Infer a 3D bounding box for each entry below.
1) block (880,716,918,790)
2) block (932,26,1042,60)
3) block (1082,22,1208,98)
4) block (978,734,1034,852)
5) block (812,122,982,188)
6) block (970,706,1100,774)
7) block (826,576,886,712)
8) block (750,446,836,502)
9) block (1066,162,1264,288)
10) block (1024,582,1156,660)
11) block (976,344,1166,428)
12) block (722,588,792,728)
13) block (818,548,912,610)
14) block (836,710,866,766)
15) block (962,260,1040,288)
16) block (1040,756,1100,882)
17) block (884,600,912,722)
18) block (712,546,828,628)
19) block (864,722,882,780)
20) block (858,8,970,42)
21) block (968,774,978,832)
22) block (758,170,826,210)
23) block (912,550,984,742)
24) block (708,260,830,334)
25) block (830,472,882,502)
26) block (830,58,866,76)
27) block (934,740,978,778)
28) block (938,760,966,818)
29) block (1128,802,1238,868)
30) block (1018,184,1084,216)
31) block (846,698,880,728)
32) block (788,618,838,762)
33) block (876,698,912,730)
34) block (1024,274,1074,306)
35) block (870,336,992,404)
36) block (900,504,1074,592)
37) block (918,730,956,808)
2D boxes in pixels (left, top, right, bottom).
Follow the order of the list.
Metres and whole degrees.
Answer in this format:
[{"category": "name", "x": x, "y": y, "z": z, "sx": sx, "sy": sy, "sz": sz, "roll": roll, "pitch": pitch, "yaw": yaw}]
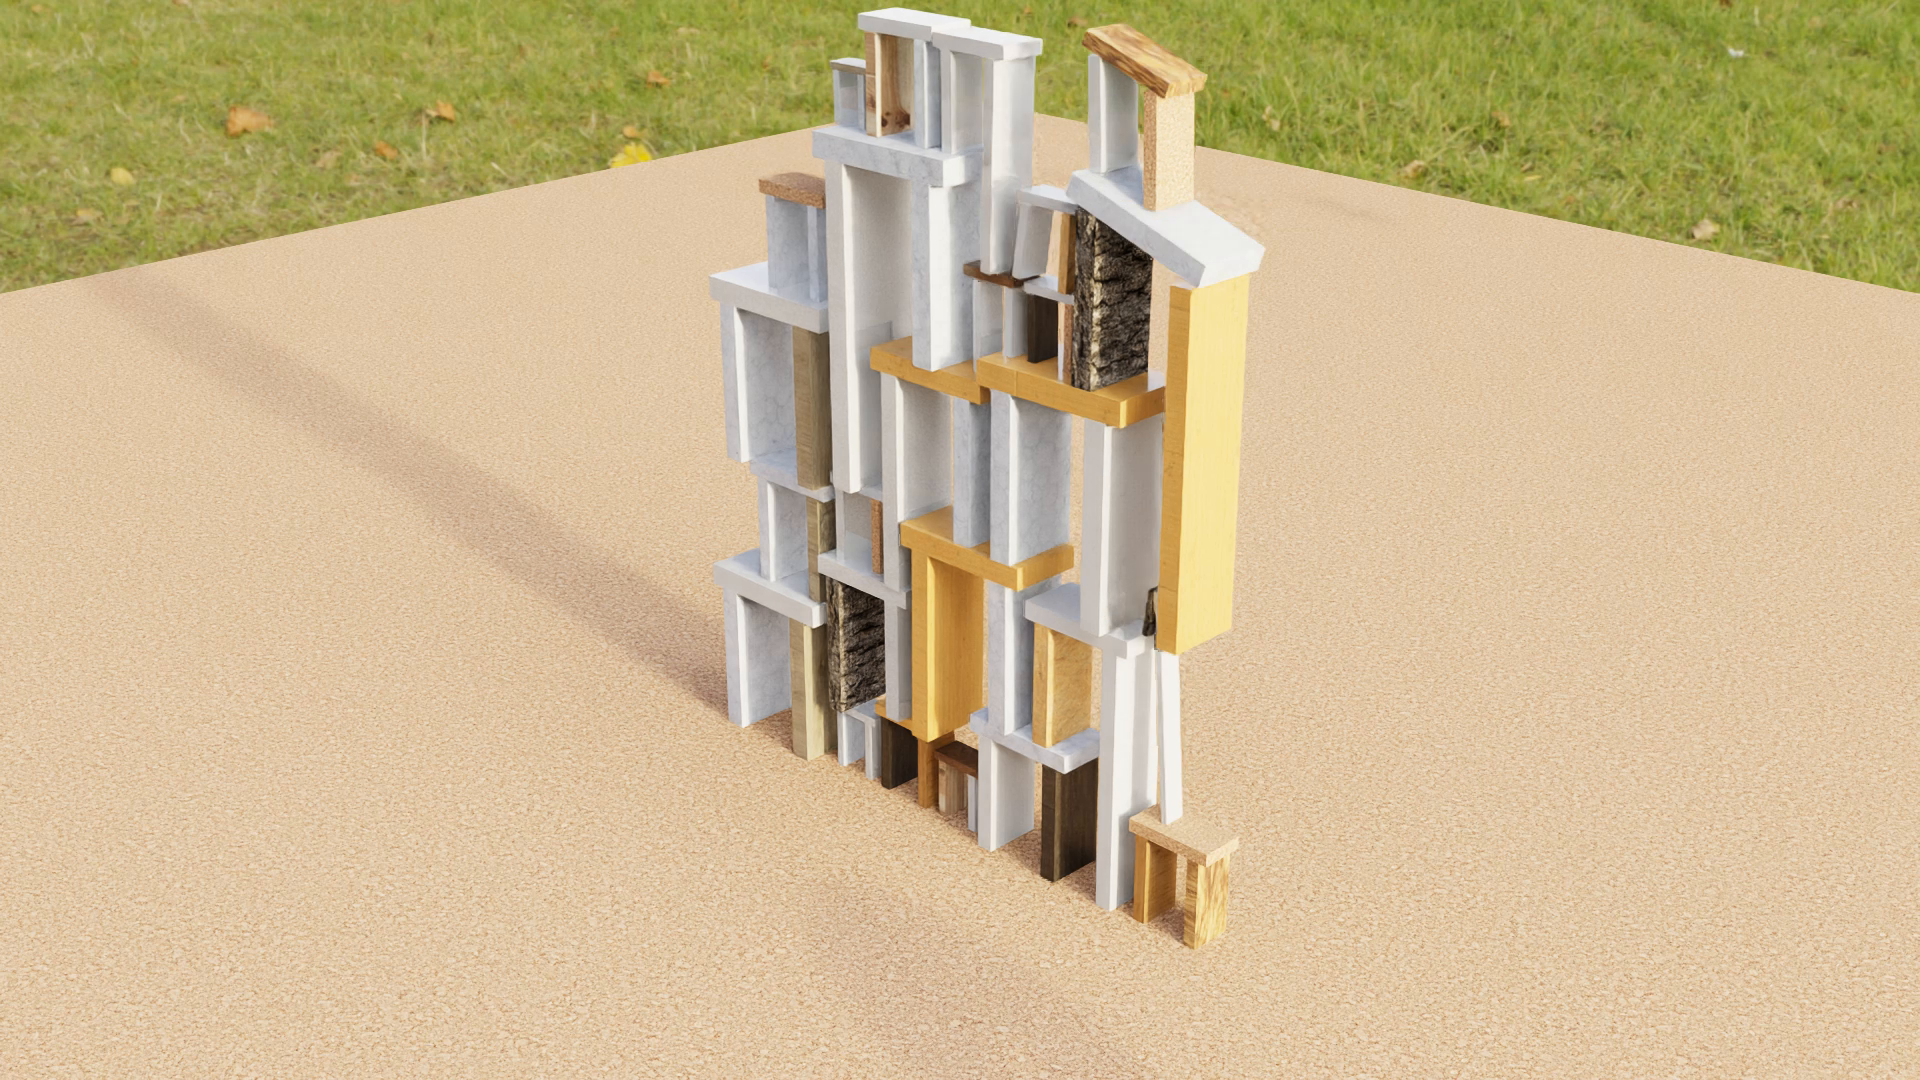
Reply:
[{"category": "block", "x": -0.125, "y": 0.427, "z": 4.545, "sx": 0.023, "sy": 0.165, "sz": 0.082, "roll": 21, "pitch": 31, "yaw": 41}, {"category": "block", "x": 0.047, "y": -0.858, "z": 3.795, "sx": 0.091, "sy": 0.026, "sz": 0.182, "roll": -19, "pitch": 29, "yaw": -38}, {"category": "block", "x": 0.299, "y": -0.780, "z": 3.572, "sx": 0.095, "sy": 0.027, "sz": 0.190, "roll": -22, "pitch": 50, "yaw": -41}, {"category": "block", "x": 0.092, "y": 0.476, "z": 4.321, "sx": 0.035, "sy": 0.247, "sz": 0.124, "roll": 21, "pitch": 31, "yaw": 40}, {"category": "block", "x": -0.090, "y": -0.710, "z": 4.011, "sx": 0.346, "sy": 0.049, "sz": 0.173, "roll": 21, "pitch": 31, "yaw": 41}, {"category": "block", "x": 0.151, "y": 0.369, "z": 4.212, "sx": 0.247, "sy": 0.035, "sz": 0.124, "roll": 21, "pitch": 31, "yaw": 41}, {"category": "block", "x": -0.212, "y": 0.196, "z": 4.538, "sx": 0.129, "sy": 0.299, "sz": 0.037, "roll": -21, "pitch": 31, "yaw": -41}, {"category": "block", "x": -0.313, "y": -0.138, "z": 4.512, "sx": 0.115, "sy": 0.033, "sz": 0.230, "roll": -21, "pitch": 31, "yaw": -40}, {"category": "block", "x": 0.337, "y": -0.526, "z": 3.629, "sx": 0.153, "sy": 0.043, "sz": 0.307, "roll": -21, "pitch": 50, "yaw": -41}, {"category": "block", "x": 0.252, "y": 0.145, "z": 4.011, "sx": 0.125, "sy": 0.035, "sz": 0.249, "roll": -21, "pitch": 31, "yaw": -41}, {"category": "block", "x": 0.208, "y": -0.279, "z": 3.877, "sx": 0.334, "sy": 0.047, "sz": 0.167, "roll": 21, "pitch": 31, "yaw": 40}, {"category": "block", "x": -0.434, "y": 0.233, "z": 4.799, "sx": 0.046, "sy": 0.322, "sz": 0.161, "roll": 21, "pitch": 31, "yaw": 41}, {"category": "block", "x": -0.152, "y": 0.066, "z": 4.416, "sx": 0.129, "sy": 0.037, "sz": 0.258, "roll": -21, "pitch": 31, "yaw": -41}, {"category": "block", "x": -0.228, "y": 0.406, "z": 4.639, "sx": 0.018, "sy": 0.129, "sz": 0.064, "roll": 21, "pitch": 31, "yaw": 41}, {"category": "block", "x": 0.073, "y": -0.476, "z": 3.921, "sx": 0.065, "sy": 0.018, "sz": 0.130, "roll": -19, "pitch": 29, "yaw": -39}, {"category": "block", "x": 0.211, "y": 0.521, "z": 4.215, "sx": 0.035, "sy": 0.247, "sz": 0.124, "roll": 21, "pitch": 31, "yaw": 41}, {"category": "block", "x": -0.091, "y": 0.225, "z": 4.418, "sx": 0.129, "sy": 0.258, "sz": 0.037, "roll": -21, "pitch": 31, "yaw": -41}, {"category": "block", "x": -0.358, "y": 0.093, "z": 4.658, "sx": 0.161, "sy": 0.046, "sz": 0.322, "roll": -21, "pitch": 31, "yaw": -41}, {"category": "block", "x": -0.167, "y": 0.430, "z": 4.583, "sx": 0.018, "sy": 0.129, "sz": 0.064, "roll": 21, "pitch": 31, "yaw": 41}, {"category": "block", "x": -0.082, "y": -0.919, "z": 3.920, "sx": 0.190, "sy": 0.027, "sz": 0.095, "roll": 21, "pitch": 31, "yaw": 41}, {"category": "block", "x": 0.045, "y": 0.515, "z": 4.389, "sx": 0.018, "sy": 0.124, "sz": 0.062, "roll": 21, "pitch": 31, "yaw": 41}, {"category": "block", "x": -0.293, "y": -0.678, "z": 4.256, "sx": 0.093, "sy": 0.026, "sz": 0.186, "roll": -21, "pitch": 31, "yaw": -40}, {"category": "block", "x": -0.024, "y": 0.187, "z": 4.323, "sx": 0.154, "sy": 0.403, "sz": 0.044, "roll": -21, "pitch": 32, "yaw": -41}, {"category": "block", "x": -0.329, "y": -0.487, "z": 4.378, "sx": 0.167, "sy": 0.047, "sz": 0.334, "roll": -21, "pitch": 31, "yaw": -41}, {"category": "block", "x": -0.176, "y": -0.115, "z": 4.365, "sx": 0.157, "sy": 0.022, "sz": 0.079, "roll": 21, "pitch": 31, "yaw": 41}, {"category": "block", "x": -0.188, "y": -0.874, "z": 4.057, "sx": 0.101, "sy": 0.014, "sz": 0.050, "roll": 21, "pitch": 31, "yaw": 41}, {"category": "block", "x": 0.015, "y": 0.438, "z": 4.388, "sx": 0.124, "sy": 0.018, "sz": 0.062, "roll": 21, "pitch": 31, "yaw": 41}, {"category": "block", "x": -0.014, "y": 0.492, "z": 4.443, "sx": 0.018, "sy": 0.124, "sz": 0.062, "roll": 21, "pitch": 31, "yaw": 41}, {"category": "block", "x": 0.407, "y": 0.534, "z": 4.003, "sx": 0.182, "sy": 0.026, "sz": 0.091, "roll": 21, "pitch": 31, "yaw": 41}, {"category": "block", "x": 0.171, "y": -0.585, "z": 3.781, "sx": 0.134, "sy": 0.019, "sz": 0.067, "roll": 21, "pitch": 29, "yaw": 38}, {"category": "block", "x": -0.198, "y": 0.350, "z": 4.582, "sx": 0.064, "sy": 0.018, "sz": 0.129, "roll": -21, "pitch": 31, "yaw": -40}, {"category": "block", "x": -0.282, "y": 0.292, "z": 4.660, "sx": 0.046, "sy": 0.322, "sz": 0.161, "roll": 21, "pitch": 31, "yaw": 41}, {"category": "block", "x": -0.086, "y": 0.355, "z": 4.472, "sx": 0.082, "sy": 0.023, "sz": 0.165, "roll": -21, "pitch": 31, "yaw": -41}, {"category": "block", "x": 0.179, "y": -0.436, "z": 3.840, "sx": 0.125, "sy": 0.018, "sz": 0.063, "roll": 21, "pitch": 31, "yaw": 39}, {"category": "block", "x": -0.015, "y": -0.323, "z": 4.099, "sx": 0.145, "sy": 0.041, "sz": 0.291, "roll": -21, "pitch": 31, "yaw": -40}, {"category": "block", "x": 0.050, "y": 0.010, "z": 4.167, "sx": 0.154, "sy": 0.044, "sz": 0.309, "roll": -21, "pitch": 31, "yaw": -40}, {"category": "block", "x": -0.047, "y": 0.457, "z": 4.473, "sx": 0.082, "sy": 0.165, "sz": 0.023, "roll": -21, "pitch": 31, "yaw": -41}]
